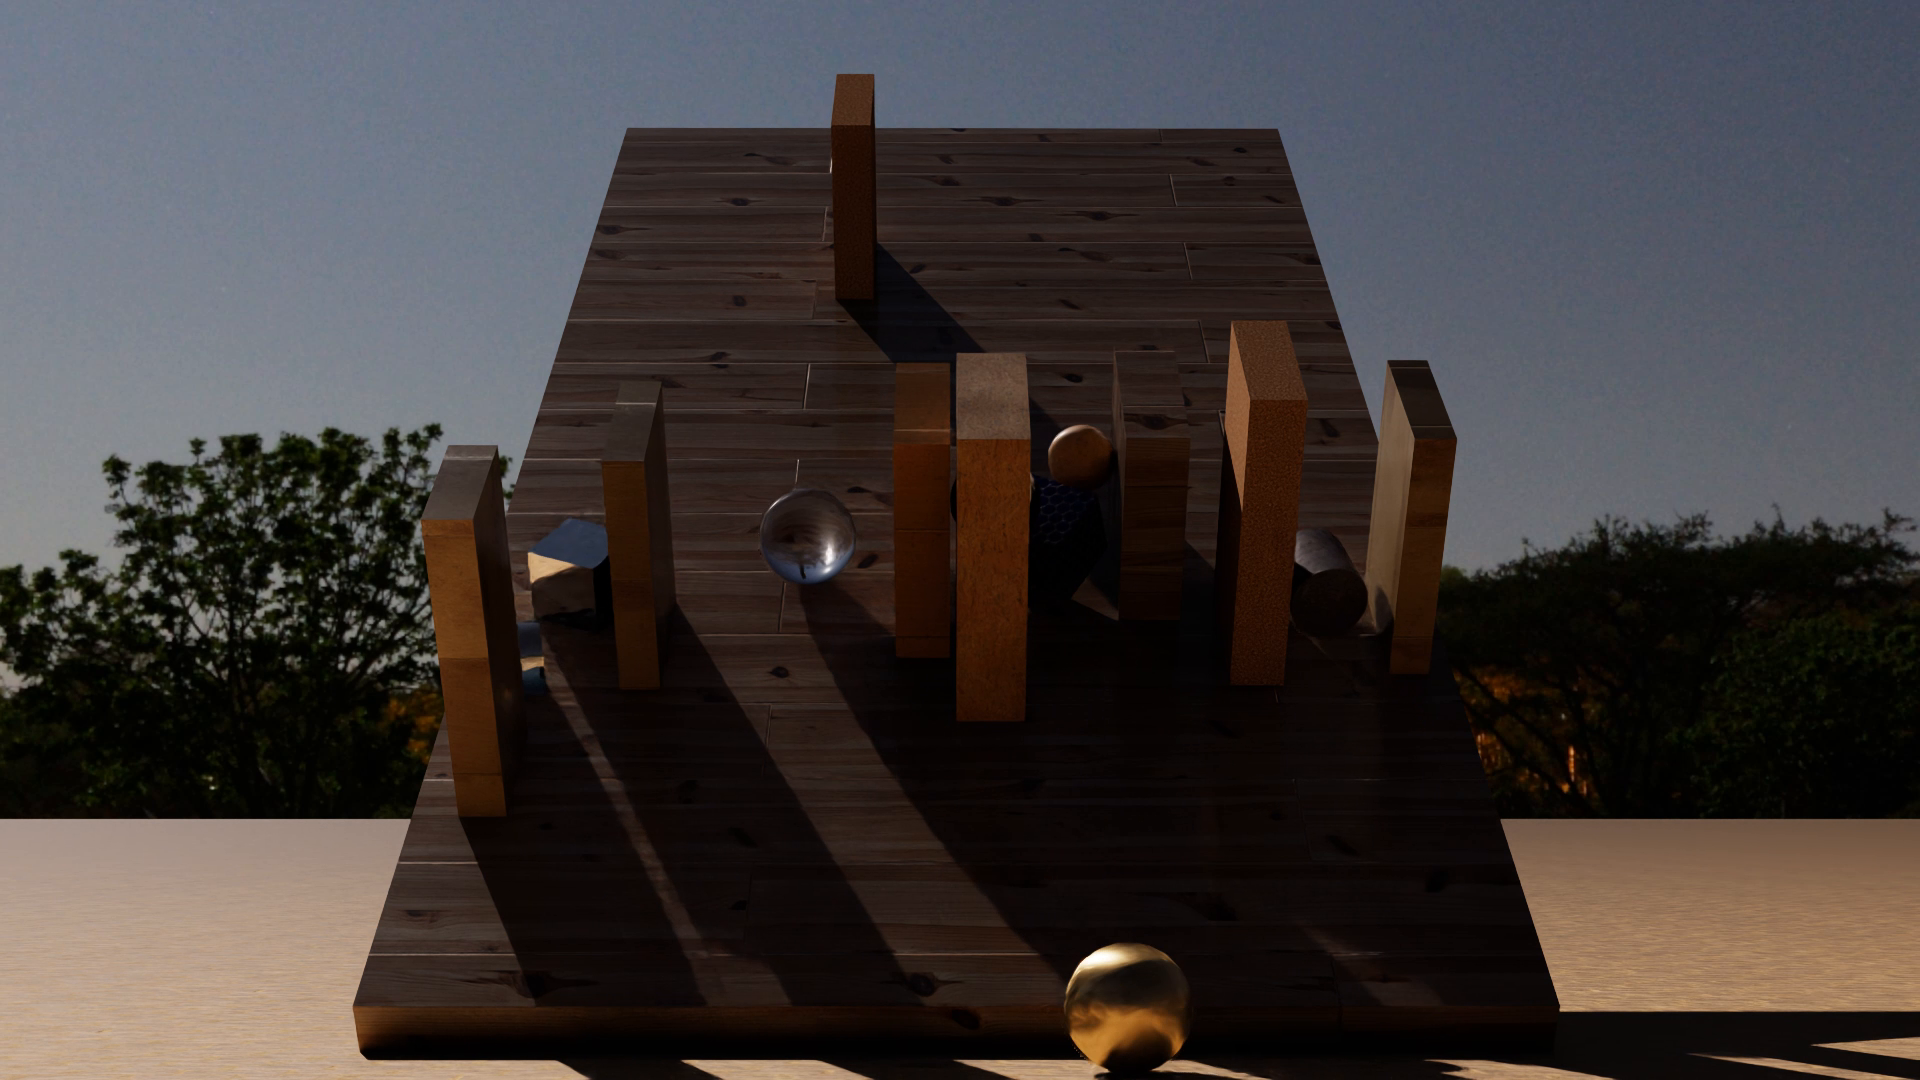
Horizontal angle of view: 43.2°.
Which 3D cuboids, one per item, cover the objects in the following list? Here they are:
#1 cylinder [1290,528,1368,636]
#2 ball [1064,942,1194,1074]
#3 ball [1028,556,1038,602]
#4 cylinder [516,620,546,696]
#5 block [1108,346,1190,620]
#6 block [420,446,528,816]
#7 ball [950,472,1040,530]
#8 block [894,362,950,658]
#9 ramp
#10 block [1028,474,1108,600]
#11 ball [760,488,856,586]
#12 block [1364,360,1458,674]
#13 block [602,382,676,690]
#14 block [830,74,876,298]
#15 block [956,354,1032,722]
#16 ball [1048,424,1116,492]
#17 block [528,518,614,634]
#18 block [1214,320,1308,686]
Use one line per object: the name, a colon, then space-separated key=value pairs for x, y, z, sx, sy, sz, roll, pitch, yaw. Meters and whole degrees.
cylinder: x=0.741 y=0.088 z=5.016 sx=0.163 sy=0.163 sz=0.163 roll=1 pitch=30 yaw=-11
ball: x=0.260 y=0.721 z=3.739 sx=0.200 sy=0.200 sz=0.200 roll=0 pitch=-6 yaw=0
ball: x=0.097 y=0.081 z=5.052 sx=0.135 sy=0.135 sz=0.135 roll=0 pitch=-6 yaw=0
cylinder: x=-0.894 y=0.238 z=4.769 sx=0.146 sy=0.146 sz=0.146 roll=-6 pitch=-5 yaw=-10
block: x=0.393 y=-0.125 z=5.111 sx=0.128 sy=0.430 sz=0.417 roll=0 pitch=31 yaw=0
block: x=-0.876 y=0.169 z=4.409 sx=0.089 sy=0.631 sz=0.266 roll=0 pitch=31 yaw=0
ball: x=0.073 y=-0.080 z=4.986 sx=0.187 sy=0.187 sz=0.187 roll=0 pitch=-6 yaw=0
block: x=-0.075 y=-0.062 z=4.942 sx=0.110 sy=0.491 sz=0.351 roll=0 pitch=31 yaw=0
ramp: x=-0.014 y=-0.204 z=5.762 sx=2.000 sy=0.100 sz=4.000 roll=0 pitch=31 yaw=0
block: x=0.193 y=-0.007 z=5.132 sx=0.162 sy=0.162 sz=0.162 roll=19 pitch=-36 yaw=29
ball: x=-0.322 y=-0.007 z=5.128 sx=0.205 sy=0.205 sz=0.205 roll=0 pitch=-6 yaw=0
block: x=0.901 y=-0.046 z=4.878 sx=0.080 sy=0.536 sz=0.335 roll=0 pitch=31 yaw=0
block: x=-0.635 y=-0.009 z=4.822 sx=0.080 sy=0.518 sz=0.329 roll=0 pitch=31 yaw=0
block: x=-0.278 y=-0.939 z=6.429 sx=0.100 sy=0.483 sz=0.377 roll=0 pitch=31 yaw=0
block: x=0.060 y=-0.005 z=4.717 sx=0.134 sy=0.623 sz=0.353 roll=0 pitch=31 yaw=0
ball: x=0.257 y=-0.173 z=5.143 sx=0.143 sy=0.143 sz=0.143 roll=0 pitch=-6 yaw=0
block: x=-0.781 y=0.074 z=5.035 sx=0.158 sy=0.158 sz=0.158 roll=14 pitch=33 yaw=21
block: x=0.591 y=-0.073 z=4.819 sx=0.107 sy=0.639 sz=0.342 roll=0 pitch=31 yaw=0
